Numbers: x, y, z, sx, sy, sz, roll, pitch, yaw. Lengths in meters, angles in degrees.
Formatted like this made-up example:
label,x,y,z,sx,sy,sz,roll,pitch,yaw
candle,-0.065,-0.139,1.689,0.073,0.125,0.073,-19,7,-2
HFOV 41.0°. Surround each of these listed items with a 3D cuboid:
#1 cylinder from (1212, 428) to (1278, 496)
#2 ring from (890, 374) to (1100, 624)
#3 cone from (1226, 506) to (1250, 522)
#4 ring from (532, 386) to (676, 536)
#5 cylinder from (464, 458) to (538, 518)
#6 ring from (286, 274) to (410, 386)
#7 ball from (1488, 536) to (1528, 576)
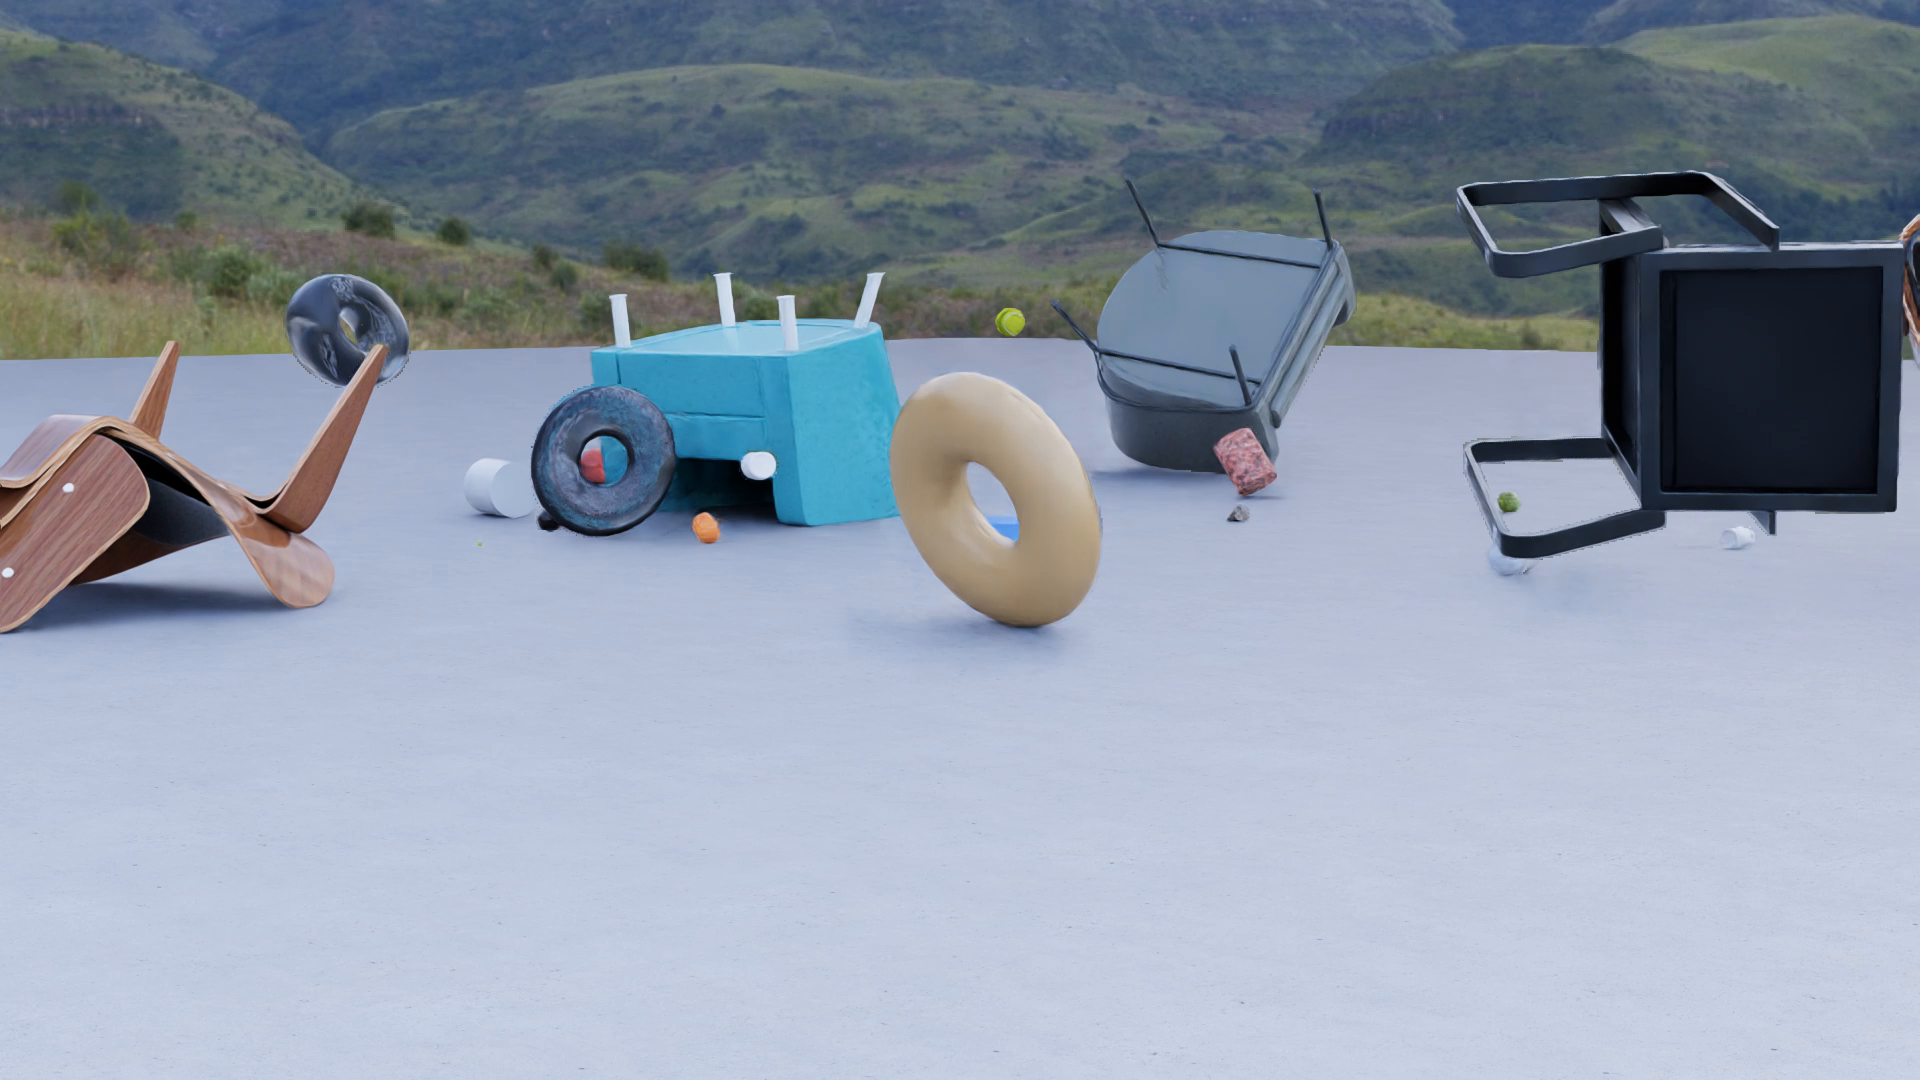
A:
label,x,y,z,sx,sy,sz,roll,pitch,yaw
cylinder,0.854,-0.235,7.688,0.131,0.164,0.120,-22,-20,-20
ring,0.062,-0.072,4.777,0.125,0.522,0.506,-32,64,-35
cone,0.738,-0.063,6.915,0.062,0.047,0.063,-7,-11,-39
ring,-0.896,-0.200,6.458,0.358,0.402,0.082,35,-19,-12
cylinder,-1.261,-0.144,7.062,0.150,0.155,0.175,20,-7,-35
ring,-1.745,-0.596,7.320,0.178,0.316,0.380,-14,-30,36
ball,1.206,0.035,5.651,0.087,0.087,0.087,0,6,0
